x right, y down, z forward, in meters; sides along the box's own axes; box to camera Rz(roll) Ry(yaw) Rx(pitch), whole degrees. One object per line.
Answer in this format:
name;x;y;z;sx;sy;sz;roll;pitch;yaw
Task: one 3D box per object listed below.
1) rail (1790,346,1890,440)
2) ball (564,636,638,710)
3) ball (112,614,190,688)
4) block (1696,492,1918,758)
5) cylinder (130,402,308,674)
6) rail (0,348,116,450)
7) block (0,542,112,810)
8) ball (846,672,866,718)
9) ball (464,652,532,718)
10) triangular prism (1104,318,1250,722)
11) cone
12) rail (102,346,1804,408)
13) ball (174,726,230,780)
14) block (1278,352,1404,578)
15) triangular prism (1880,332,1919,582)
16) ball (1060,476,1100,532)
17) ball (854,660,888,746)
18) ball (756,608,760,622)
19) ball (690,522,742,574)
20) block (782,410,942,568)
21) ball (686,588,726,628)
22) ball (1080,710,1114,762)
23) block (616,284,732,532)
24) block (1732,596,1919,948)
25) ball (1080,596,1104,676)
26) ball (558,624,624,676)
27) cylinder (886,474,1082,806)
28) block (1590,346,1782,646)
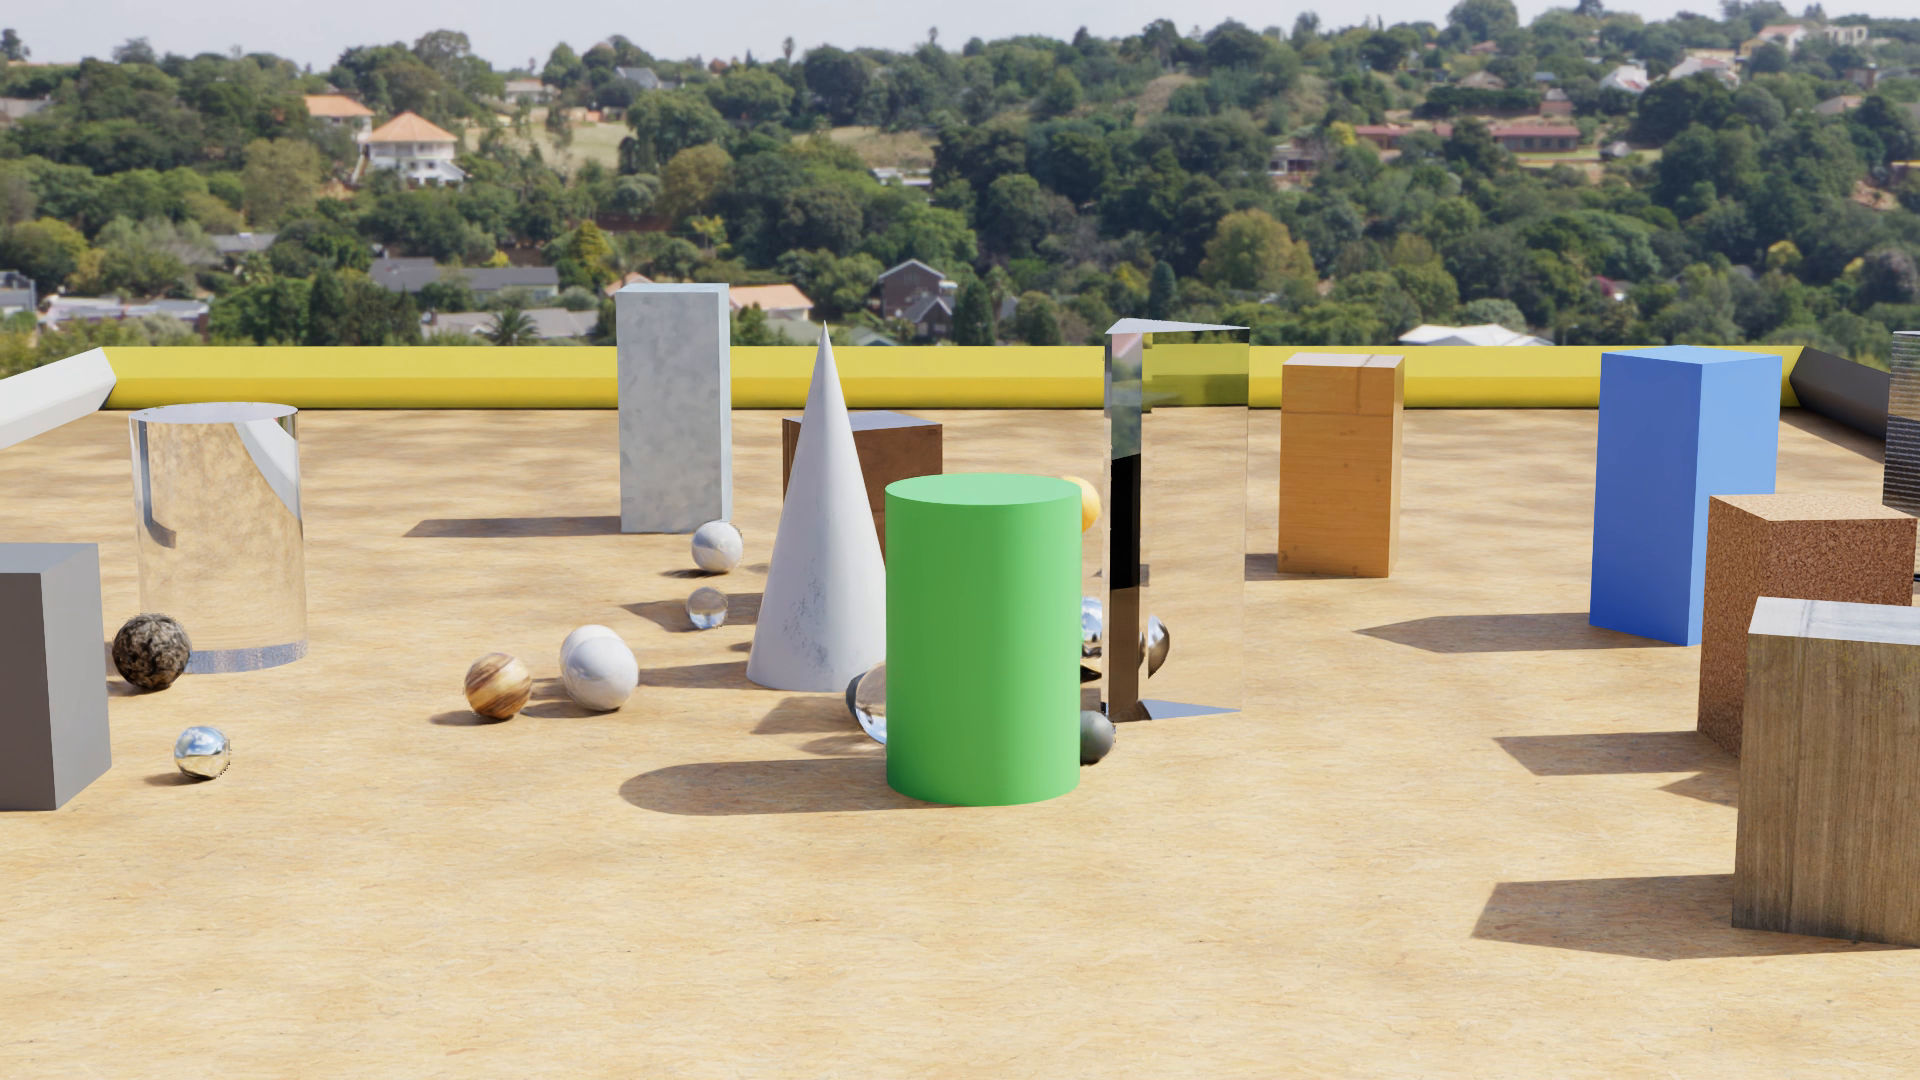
rail;1.812;0.032;3.459;0.045;0.130;4.247;0;10;0
ball;-0.411;0.152;2.935;0.085;0.085;0.085;0;10;0
ball;-0.957;0.132;3.037;0.088;0.088;0.088;0;10;0
block;0.905;0.094;2.754;0.160;0.265;0.160;-1;11;-6
cylinder;-0.918;-0.006;3.184;0.200;0.306;0.200;0;10;0
rail;-1.812;0.035;3.438;0.045;0.130;4.247;0;10;0
block;-0.974;0.135;2.600;0.160;0.240;0.160;0;10;1
ball;-0.100;0.176;2.883;0.057;0.057;0.057;0;10;0
ball;-0.523;0.164;2.899;0.075;0.075;0.075;0;10;0
triangular prism;0.217;-0.028;2.937;0.173;0.438;0.150;-4;11;-20
cone;-0.160;-0.050;3.080;0.200;0.430;0.200;0;10;0
rail;-0.012;-0.348;5.513;3.672;0.130;0.045;0;10;0
ball;-0.785;0.219;2.652;0.056;0.056;0.056;0;10;0
block;0.560;-0.113;3.765;0.160;0.304;0.160;3;11;14
triangular prism;1.442;-0.120;3.673;0.150;0.353;0.173;-9;14;-41
ball;0.174;-0.054;4.032;0.092;0.092;0.092;0;10;0
ball;-0.065;0.175;2.777;0.098;0.098;0.098;0;10;0
ball;-0.226;0.102;3.255;0.067;0.067;0.067;0;10;0
ball;-0.354;0.010;3.728;0.076;0.076;0.076;0;10;0
block;-0.133;-0.035;3.484;0.160;0.255;0.160;-6;12;-30
ball;-0.333;0.089;3.363;0.054;0.054;0.054;0;10;0
ball;0.137;0.208;2.721;0.054;0.054;0.054;0;10;0
block;-0.454;-0.213;4.097;0.160;0.380;0.160;0;10;1
block;0.763;0.196;2.221;0.160;0.258;0.160;4;11;20
ball;0.151;0.116;3.098;0.096;0.096;0.096;0;10;0
ball;-0.431;0.139;3.016;0.081;0.081;0.081;0;10;0
cylinder;0.024;0.098;2.626;0.200;0.305;0.200;0;10;0
block;0.942;-0.062;3.336;0.160;0.360;0.160;-7;13;-35
